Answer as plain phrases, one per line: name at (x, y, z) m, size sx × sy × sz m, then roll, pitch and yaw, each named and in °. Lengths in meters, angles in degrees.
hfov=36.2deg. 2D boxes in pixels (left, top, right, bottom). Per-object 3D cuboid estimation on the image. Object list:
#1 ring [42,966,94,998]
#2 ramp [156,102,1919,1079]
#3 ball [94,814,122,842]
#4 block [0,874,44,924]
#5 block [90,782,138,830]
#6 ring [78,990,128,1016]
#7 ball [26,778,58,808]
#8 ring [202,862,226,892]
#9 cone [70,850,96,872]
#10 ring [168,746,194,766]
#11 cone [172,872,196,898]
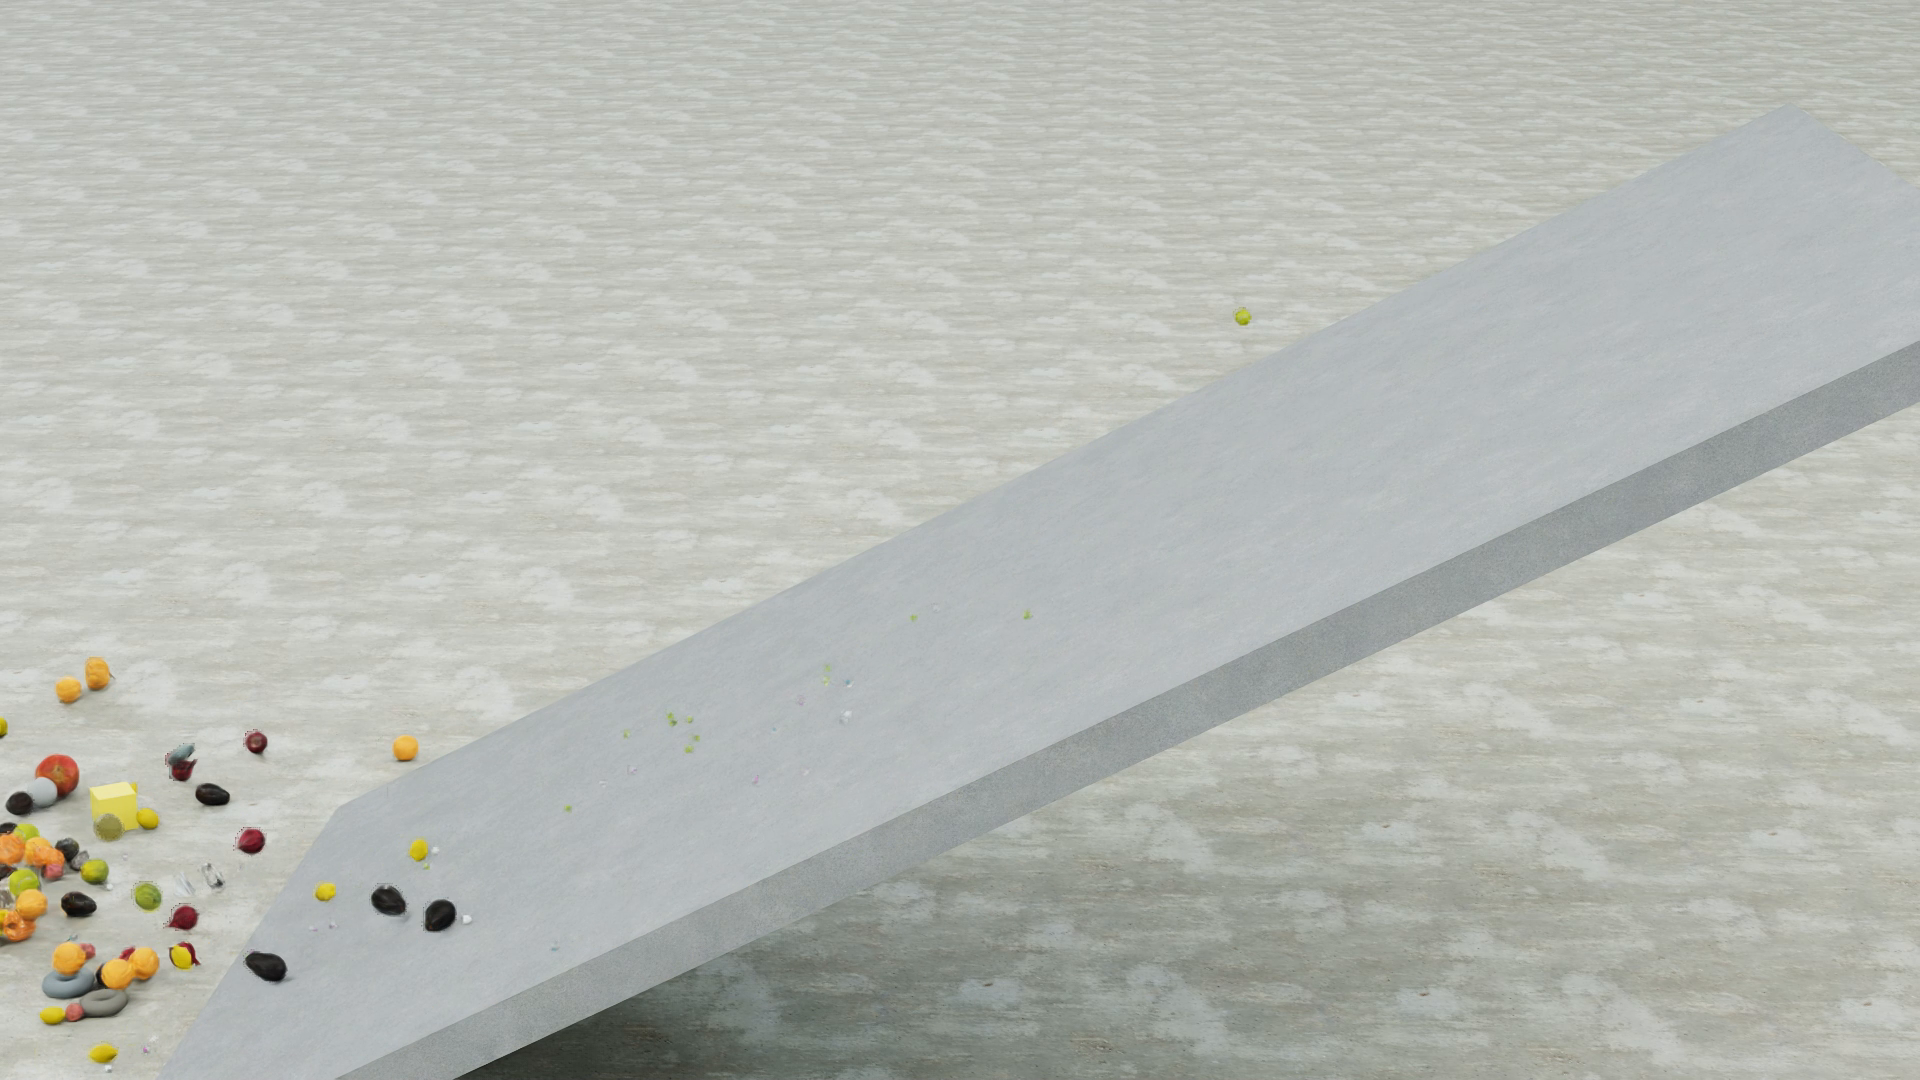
ring at (-2.046, 1.015, 6.749) m, size 0.118 × 0.039 × 0.118 m, roll -3°, pitch 19°, yaw 1°
ramp at (0.140, 0.167, 6.281) m, size 4.000 × 0.100 × 2.000 m, roll -26°, pitch 14°, yaw 10°
ball at (-2.198, 0.741, 7.588) m, size 0.073 × 0.073 × 0.073 m, roll 0°, pitch 17°, yaw 0°
block at (-2.292, 0.872, 7.139) m, size 0.084 × 0.084 × 0.084 m, roll 8°, pitch 19°, yaw 26°
block at (-2.209, 0.700, 7.682) m, size 0.097 × 0.097 × 0.097 m, roll -9°, pitch 19°, yaw -28°
ring at (-1.938, 1.046, 6.651) m, size 0.107 × 0.036 × 0.107 m, roll -2°, pitch 14°, yaw 1°
ball at (-2.436, 0.671, 7.806) m, size 0.080 × 0.080 × 0.080 m, roll 0°, pitch 17°, yaw 0°
ring at (-1.845, 0.834, 7.274) m, size 0.028 × 0.083 × 0.083 m, roll -31°, pitch 21°, yaw -2°
cone at (-2.197, 0.821, 7.405) m, size 0.059 × 0.059 × 0.059 m, roll 34°, pitch 28°, yaw 15°
ring at (-2.109, 0.582, 7.962) m, size 0.080 × 0.027 × 0.080 m, roll -31°, pitch 6°, yaw 4°
cone at (-1.923, 0.845, 7.274) m, size 0.057 × 0.057 × 0.057 m, roll 0°, pitch 17°, yaw 0°
